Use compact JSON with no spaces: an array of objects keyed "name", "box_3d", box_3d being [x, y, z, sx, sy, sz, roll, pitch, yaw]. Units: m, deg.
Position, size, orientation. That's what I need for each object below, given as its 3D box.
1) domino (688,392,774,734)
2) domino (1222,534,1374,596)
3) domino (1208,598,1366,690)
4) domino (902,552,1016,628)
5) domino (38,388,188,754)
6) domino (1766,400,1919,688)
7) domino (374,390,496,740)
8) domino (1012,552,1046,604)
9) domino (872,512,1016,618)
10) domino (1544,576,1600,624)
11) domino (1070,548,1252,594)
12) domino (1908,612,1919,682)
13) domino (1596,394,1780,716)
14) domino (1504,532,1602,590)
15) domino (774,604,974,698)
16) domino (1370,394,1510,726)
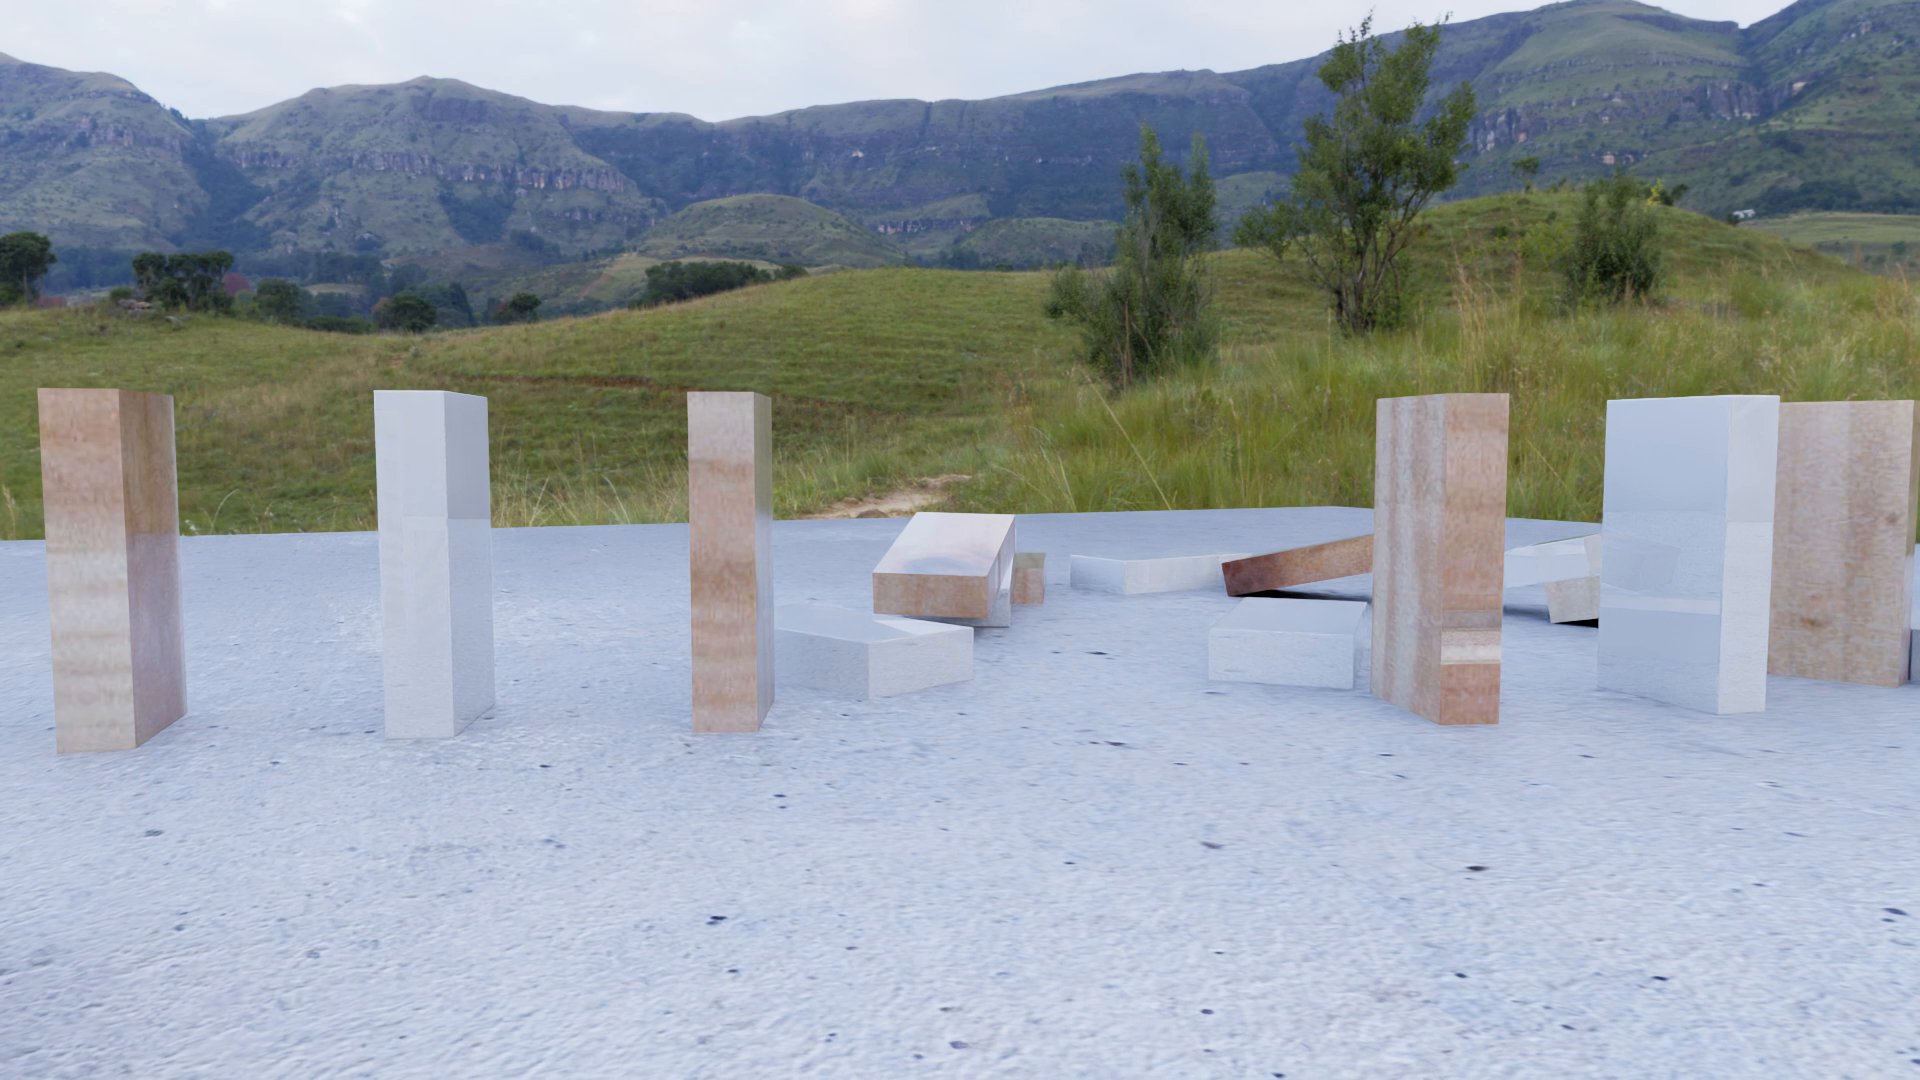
[{"name":"domino","box_3d":[-0.035,0.003,0.200,0.009,0.050,0.025,0,4,-2]},{"name":"domino","box_3d":[0.101,0.006,0.356,0.050,0.010,0.025,-12,-2,30]},{"name":"domino","box_3d":[0.065,0.019,0.250,0.025,0.010,0.050,2,5,20]},{"name":"domino","box_3d":[0.001,0.009,0.321,0.025,0.009,0.050,0,16,4]},{"name":"domino","box_3d":[-0.123,0.003,0.188,0.009,0.050,0.025,-1,4,-17]},{"name":"domino","box_3d":[0.158,0.000,0.234,0.025,0.050,0.009,4,6,44]},{"name":"domino","box_3d":[-0.079,0.003,0.196,0.009,0.050,0.025,-1,4,-7]},{"name":"domino","box_3d":[0.012,0.010,0.366,0.025,0.009,0.050,0,4,5]},{"name":"domino","box_3d":[-0.003,0.005,0.300,0.025,0.010,0.050,2,17,9]},{"name":"domino","box_3d":[0.165,0.011,0.294,0.025,0.009,0.050,-4,-7,-40]},{"name":"domino","box_3d":[0.061,0.009,0.386,0.050,0.009,0.025,-3,5,-33]},{"name":"domino","box_3d":[0.177,0.019,0.247,0.025,0.009,0.050,-2,5,-21]},{"name":"domino","box_3d":[0.120,0.002,0.213,0.009,0.050,0.025,-1,4,-17]},{"name":"domino","box_3d":[0.138,0.008,0.330,0.050,0.010,0.025,-13,-5,38]},{"name":"domino","box_3d":[-0.024,0.020,0.240,0.050,0.010,0.025,4,6,45]},{"name":"domino","box_3d":[0.076,0.002,0.205,0.010,0.050,0.025,0,4,-6]}]
